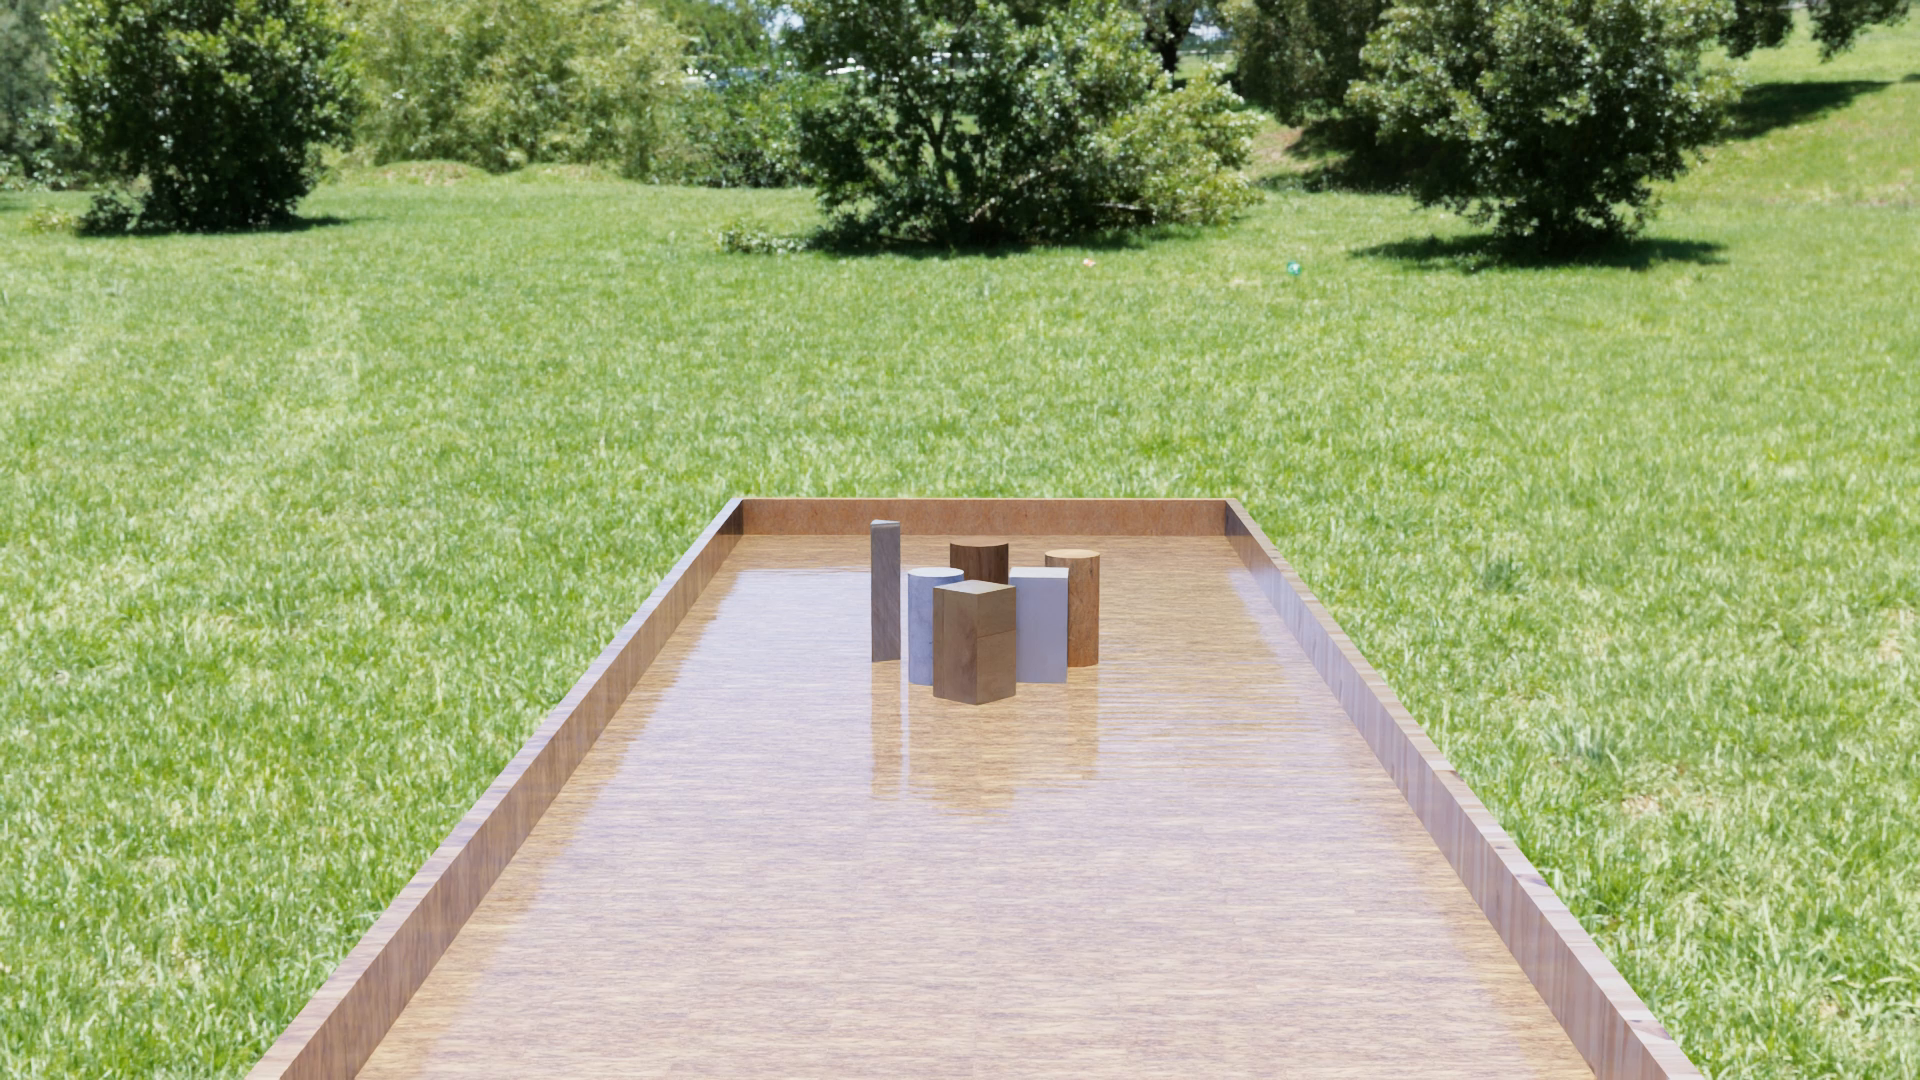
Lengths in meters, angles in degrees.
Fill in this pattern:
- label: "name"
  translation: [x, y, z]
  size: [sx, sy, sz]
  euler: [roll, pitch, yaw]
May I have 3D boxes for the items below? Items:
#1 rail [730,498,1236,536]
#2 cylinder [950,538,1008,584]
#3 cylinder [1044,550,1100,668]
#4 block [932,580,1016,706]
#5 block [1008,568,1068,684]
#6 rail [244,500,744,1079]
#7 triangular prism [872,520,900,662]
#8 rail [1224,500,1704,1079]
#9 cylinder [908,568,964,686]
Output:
- label: "rail"
  translation: [0.099, -0.098, 9.147]
  size: [2.100, 0.150, 0.050]
  euler: [0, 9, 1]
- label: "cylinder"
  translation: [0.058, 0.184, 6.695]
  size: [0.178, 0.361, 0.178]
  euler: [0, 9, 0]
- label: "cylinder"
  translation: [0.339, 0.205, 6.652]
  size: [0.165, 0.333, 0.165]
  euler: [0, 9, 0]
- label: "block"
  translation: [0.041, 0.287, 6.196]
  size: [0.165, 0.315, 0.165]
  euler: [8, 12, 41]
- label: "block"
  translation: [0.232, 0.248, 6.444]
  size: [0.169, 0.312, 0.169]
  euler: [1, 9, 4]
- label: "rail"
  translation: [-1.004, 0.839, 3.234]
  size: [0.050, 0.150, 12.000]
  euler: [0, 9, 1]
- label: "triangular prism"
  translation: [-0.240, 0.152, 6.694]
  size: [0.094, 0.424, 0.082]
  euler: [-4, 10, -24]
- label: "rail"
  translation: [1.046, 0.843, 3.208]
  size: [0.050, 0.150, 12.000]
  euler: [0, 9, 1]
- label: "cylinder"
  translation: [-0.070, 0.251, 6.400]
  size: [0.163, 0.321, 0.163]
  euler: [0, 9, 0]
